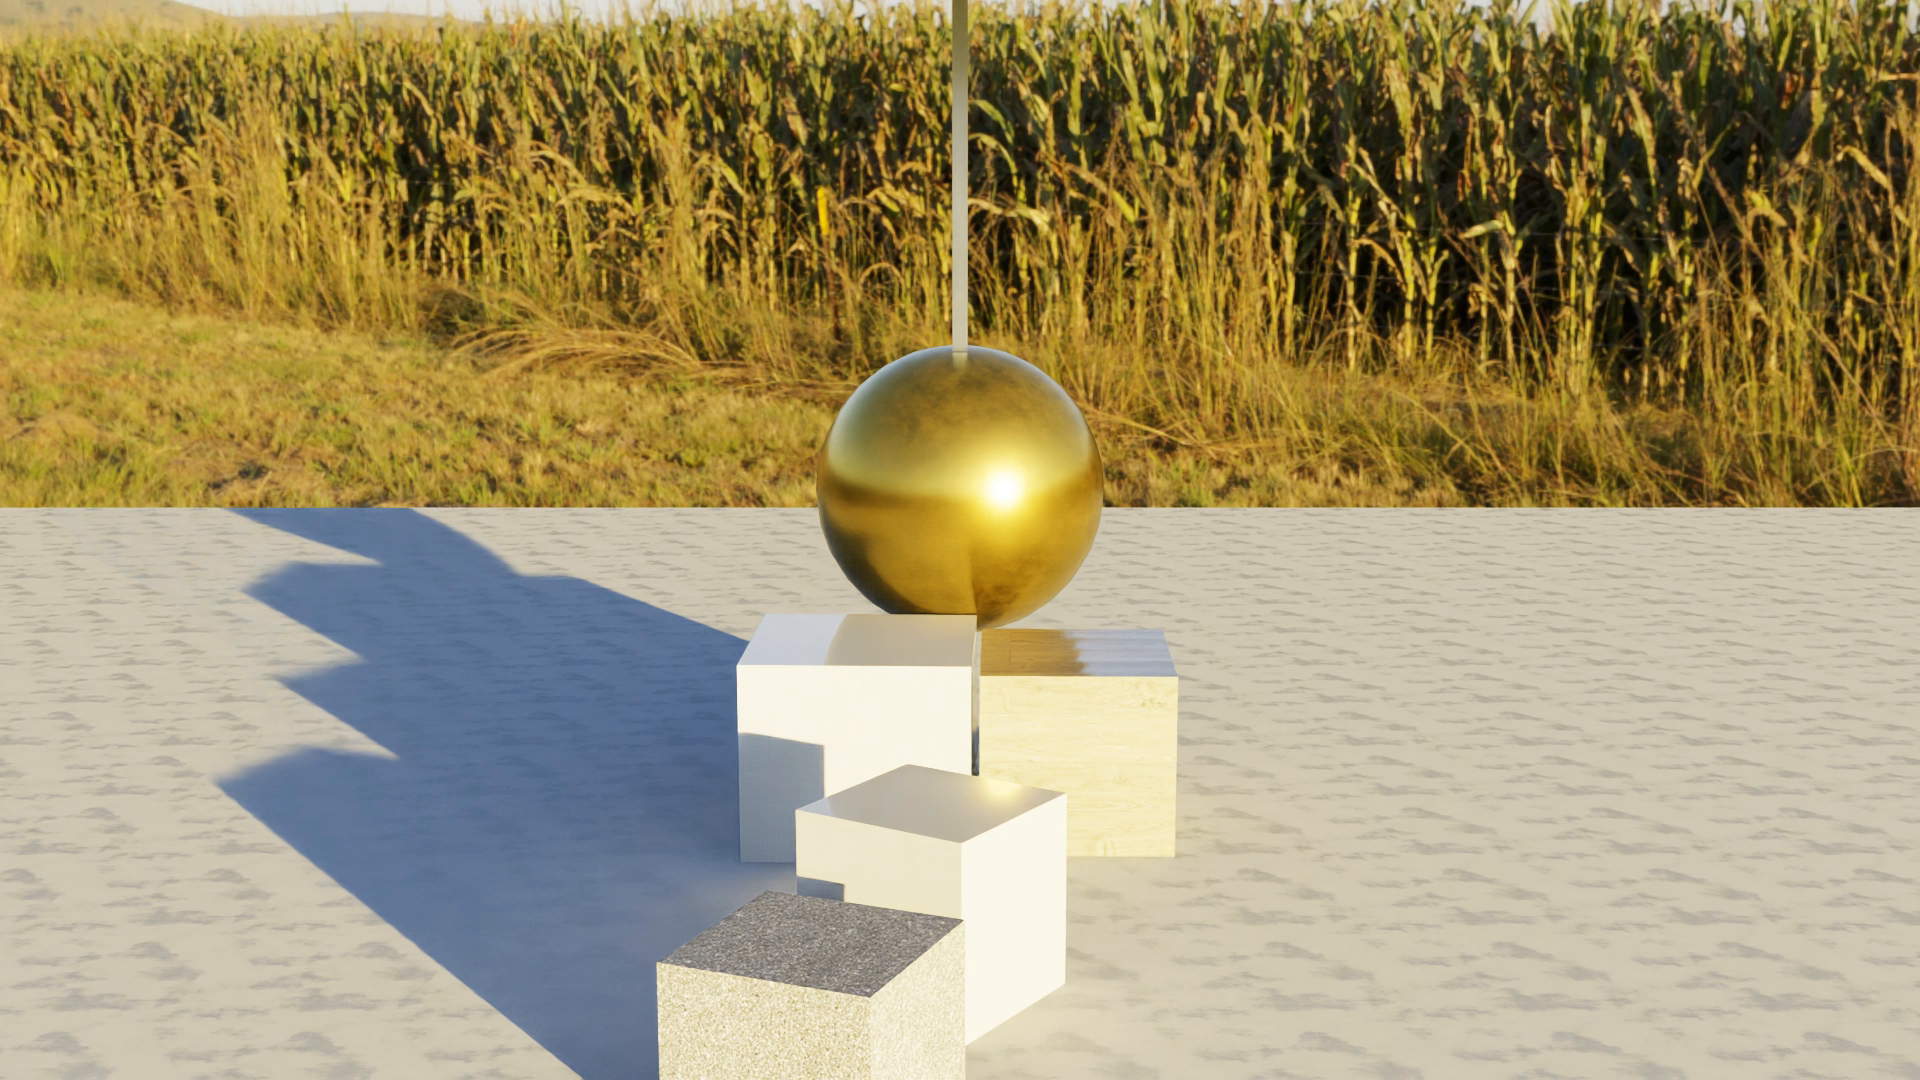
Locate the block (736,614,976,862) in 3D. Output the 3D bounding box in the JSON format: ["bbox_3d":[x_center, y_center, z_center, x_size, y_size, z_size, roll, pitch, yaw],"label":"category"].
[{"bbox_3d":[-0.496,0.994,11.319,1.136,0.994,1.181,0,10,2],"label":"block"}]

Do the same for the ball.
[{"bbox_3d":[0.000,-0.283,12.209,1.600,1.600,1.600,0,10,0],"label":"ball"}]

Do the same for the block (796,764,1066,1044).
[{"bbox_3d":[-0.111,1.481,9.086,0.801,0.835,0.799,7,12,33],"label":"block"}]

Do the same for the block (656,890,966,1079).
[{"bbox_3d":[-0.521,1.769,7.966,0.826,0.670,0.818,4,11,23],"label":"block"}]

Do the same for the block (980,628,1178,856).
[{"bbox_3d":[0.592,1.025,11.369,0.969,0.916,1.064,0,10,1],"label":"block"}]

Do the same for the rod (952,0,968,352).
[{"bbox_3d":[0.000,-3.468,11.018,0.080,5.200,0.080,0,21,0],"label":"rod"}]
